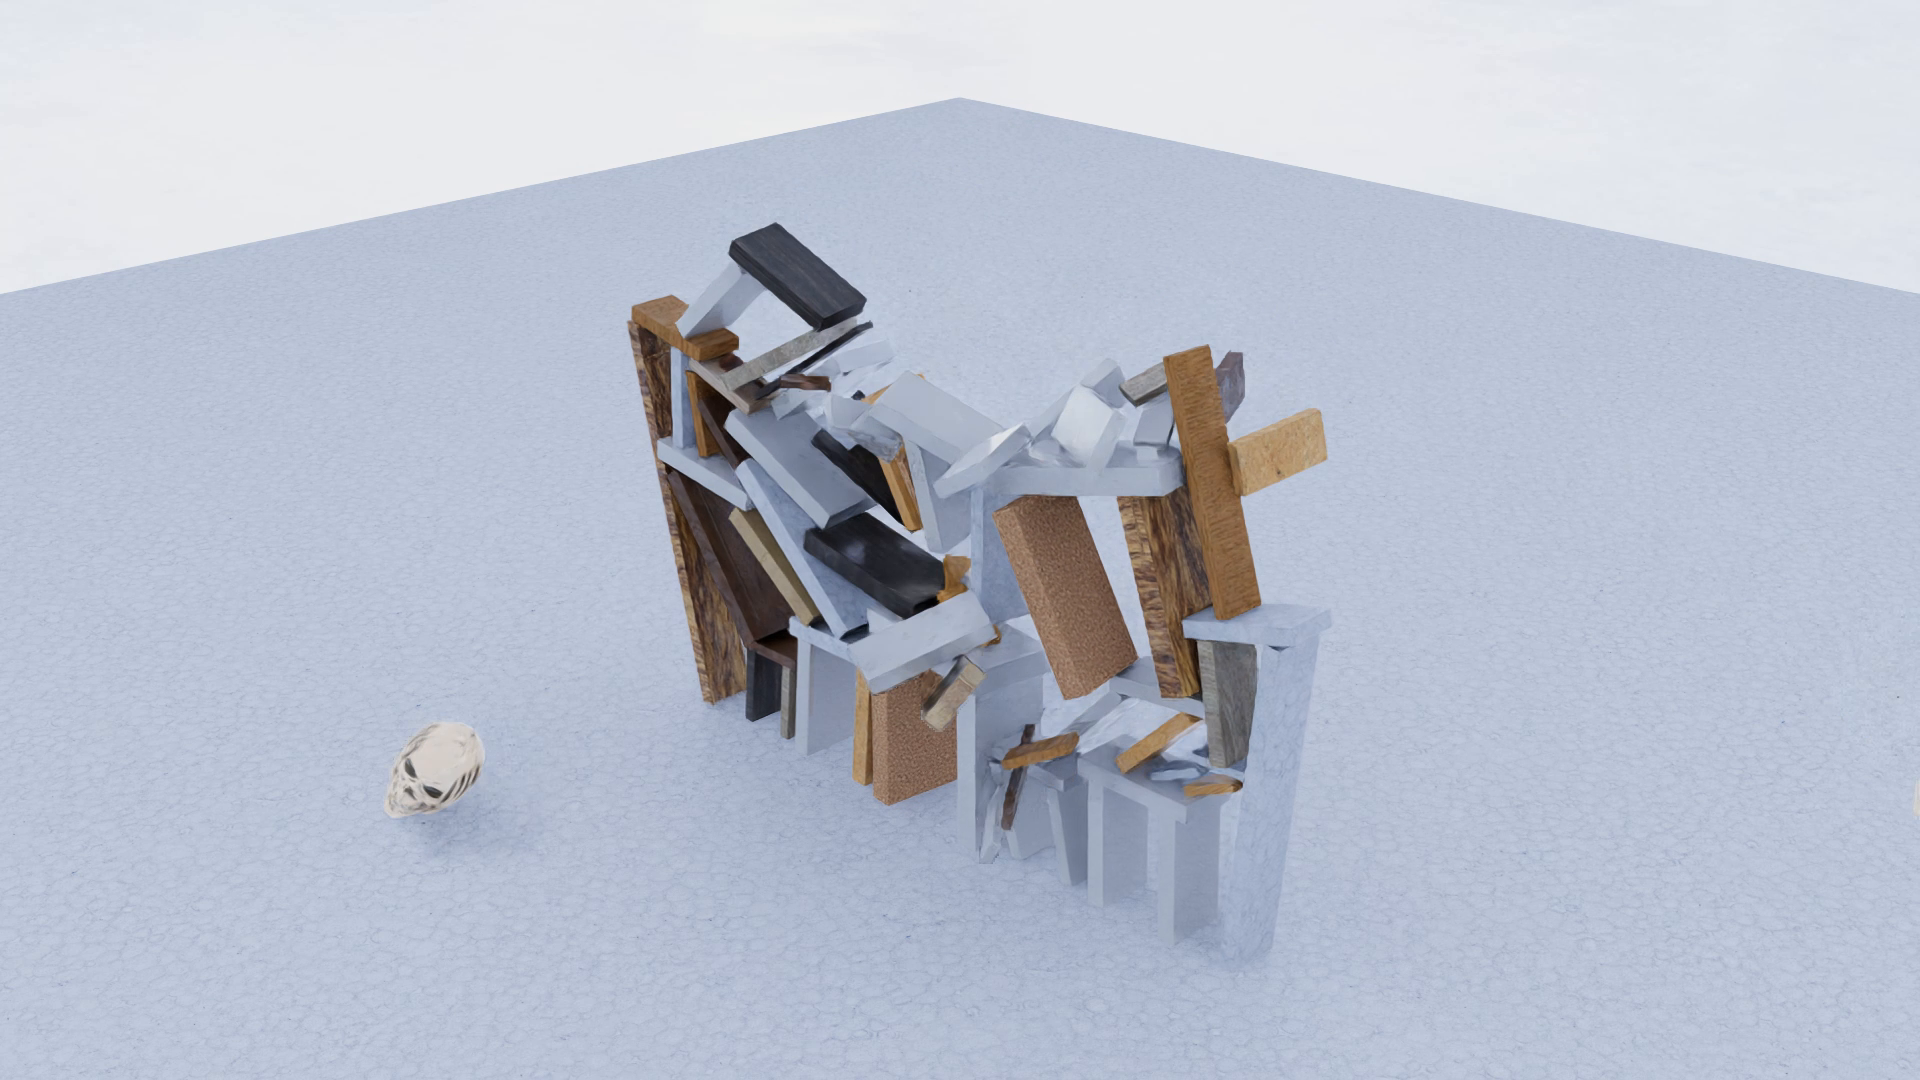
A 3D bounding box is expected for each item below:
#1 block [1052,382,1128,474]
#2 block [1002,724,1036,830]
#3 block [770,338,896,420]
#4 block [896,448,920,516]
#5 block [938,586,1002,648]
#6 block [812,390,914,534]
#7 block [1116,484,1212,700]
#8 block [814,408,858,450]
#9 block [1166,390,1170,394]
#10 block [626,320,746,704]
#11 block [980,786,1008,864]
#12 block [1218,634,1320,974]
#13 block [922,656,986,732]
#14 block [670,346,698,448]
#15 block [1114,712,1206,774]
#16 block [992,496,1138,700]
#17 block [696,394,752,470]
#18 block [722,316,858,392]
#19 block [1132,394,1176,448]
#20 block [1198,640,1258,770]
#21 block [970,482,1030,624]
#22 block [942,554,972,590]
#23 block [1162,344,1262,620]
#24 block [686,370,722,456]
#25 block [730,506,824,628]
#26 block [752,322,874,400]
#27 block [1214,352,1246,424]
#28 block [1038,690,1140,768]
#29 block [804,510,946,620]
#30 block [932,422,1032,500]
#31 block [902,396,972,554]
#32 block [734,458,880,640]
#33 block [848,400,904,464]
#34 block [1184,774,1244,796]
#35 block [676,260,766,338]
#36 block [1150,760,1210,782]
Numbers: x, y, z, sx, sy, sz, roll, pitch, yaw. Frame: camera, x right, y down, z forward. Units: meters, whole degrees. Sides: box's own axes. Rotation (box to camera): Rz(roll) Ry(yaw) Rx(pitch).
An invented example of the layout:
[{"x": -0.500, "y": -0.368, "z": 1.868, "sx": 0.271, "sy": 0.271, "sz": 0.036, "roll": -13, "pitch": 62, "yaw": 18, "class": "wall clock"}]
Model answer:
[{"x": 0.221, "y": -0.195, "z": 3.777, "sx": 0.030, "sy": 0.105, "sz": 0.301, "roll": 24, "pitch": 9, "yaw": -13, "class": "block"}, {"x": 0.108, "y": 0.434, "z": 4.057, "sx": 0.018, "sy": 0.065, "sz": 0.315, "roll": 9, "pitch": 21, "yaw": 6, "class": "block"}, {"x": -0.259, "y": -0.327, "z": 4.484, "sx": 0.140, "sy": 0.040, "sz": 0.280, "roll": -20, "pitch": -5, "yaw": -36, "class": "block"}, {"x": -0.073, "y": -0.122, "z": 4.272, "sx": 0.020, "sy": 0.142, "sz": 0.071, "roll": 14, "pitch": 48, "yaw": 42, "class": "block"}, {"x": 0.018, "y": 0.149, "z": 4.267, "sx": 0.073, "sy": 0.021, "sz": 0.146, "roll": -9, "pitch": 45, "yaw": -23, "class": "block"}, {"x": -0.151, "y": -0.159, "z": 4.480, "sx": 0.140, "sy": 0.280, "sz": 0.040, "roll": -48, "pitch": 1, "yaw": -16, "class": "block"}, {"x": 0.389, "y": 0.073, "z": 3.827, "sx": 0.178, "sy": 0.368, "sz": 0.050, "roll": -21, "pitch": 12, "yaw": -40, "class": "block"}, {"x": -0.232, "y": -0.221, "z": 4.265, "sx": 0.049, "sy": 0.097, "sz": 0.014, "roll": -38, "pitch": 30, "yaw": 20, "class": "block"}, {"x": 0.369, "y": -0.236, "z": 3.844, "sx": 0.016, "sy": 0.058, "sz": 0.116, "roll": 16, "pitch": 52, "yaw": 21, "class": "block"}, {"x": -0.593, "y": -0.068, "z": 4.833, "sx": 0.110, "sy": 0.867, "sz": 0.031, "roll": -22, "pitch": 18, "yaw": -41, "class": "block"}, {"x": 0.064, "y": 0.530, "z": 4.099, "sx": 0.018, "sy": 0.065, "sz": 0.130, "roll": 17, "pitch": 49, "yaw": -9, "class": "block"}, {"x": 0.537, "y": 0.459, "z": 3.834, "sx": 0.115, "sy": 0.660, "sz": 0.033, "roll": -21, "pitch": 36, "yaw": -41, "class": "block"}, {"x": -0.014, "y": 0.268, "z": 3.903, "sx": 0.035, "sy": 0.122, "sz": 0.443, "roll": 40, "pitch": -2, "yaw": 0, "class": "block"}, {"x": -0.564, "y": -0.316, "z": 4.695, "sx": 0.031, "sy": 0.220, "sz": 0.110, "roll": 22, "pitch": 32, "yaw": 36, "class": "block"}, {"x": 0.381, "y": 0.346, "z": 3.957, "sx": 0.109, "sy": 0.219, "sz": 0.031, "roll": -22, "pitch": 75, "yaw": -41, "class": "block"}, {"x": 0.188, "y": 0.084, "z": 3.894, "sx": 0.050, "sy": 0.355, "sz": 0.178, "roll": -15, "pitch": 10, "yaw": 41, "class": "block"}, {"x": -0.470, "y": -0.224, "z": 4.632, "sx": 0.093, "sy": 0.185, "sz": 0.026, "roll": -24, "pitch": -10, "yaw": -42, "class": "block"}, {"x": -0.346, "y": -0.380, "z": 4.471, "sx": 0.301, "sy": 0.037, "sz": 0.131, "roll": -20, "pitch": 6, "yaw": 46, "class": "block"}, {"x": 0.339, "y": -0.206, "z": 3.768, "sx": 0.058, "sy": 0.016, "sz": 0.116, "roll": 6, "pitch": 49, "yaw": 19, "class": "block"}, {"x": 0.472, "y": 0.268, "z": 3.816, "sx": 0.115, "sy": 0.230, "sz": 0.033, "roll": -21, "pitch": 20, "yaw": -41, "class": "block"}, {"x": 0.090, "y": 0.007, "z": 4.191, "sx": 0.136, "sy": 0.313, "sz": 0.039, "roll": -16, "pitch": 32, "yaw": -28, "class": "block"}, {"x": 0.010, "y": 0.095, "z": 4.362, "sx": 0.073, "sy": 0.021, "sz": 0.146, "roll": 7, "pitch": 47, "yaw": -16, "class": "block"}, {"x": 0.427, "y": -0.096, "z": 3.713, "sx": 0.092, "sy": 0.456, "sz": 0.026, "roll": -20, "pitch": 11, "yaw": -40, "class": "block"}, {"x": -0.525, "y": -0.279, "z": 4.676, "sx": 0.026, "sy": 0.185, "sz": 0.093, "roll": 9, "pitch": 23, "yaw": 43, "class": "block"}, {"x": -0.341, "y": 0.035, "z": 4.610, "sx": 0.148, "sy": 0.042, "sz": 0.295, "roll": -22, "pitch": 68, "yaw": -41, "class": "block"}, {"x": -0.299, "y": -0.360, "z": 4.436, "sx": 0.334, "sy": 0.014, "sz": 0.049, "roll": -28, "pitch": 1, "yaw": 40, "class": "block"}, {"x": 0.453, "y": -0.242, "z": 3.860, "sx": 0.026, "sy": 0.092, "sz": 0.184, "roll": 12, "pitch": 42, "yaw": 26, "class": "block"}, {"x": 0.255, "y": 0.333, "z": 4.098, "sx": 0.109, "sy": 0.290, "sz": 0.031, "roll": -21, "pitch": 73, "yaw": -40, "class": "block"}, {"x": -0.149, "y": 0.051, "z": 4.447, "sx": 0.320, "sy": 0.045, "sz": 0.160, "roll": 33, "pitch": 38, "yaw": 33, "class": "block"}, {"x": 0.040, "y": -0.139, "z": 3.835, "sx": 0.105, "sy": 0.030, "sz": 0.211, "roll": -24, "pitch": 11, "yaw": 30, "class": "block"}, {"x": -0.030, "y": -0.125, "z": 4.245, "sx": 0.039, "sy": 0.273, "sz": 0.136, "roll": 12, "pitch": 36, "yaw": 39, "class": "block"}, {"x": -0.292, "y": -0.001, "z": 4.558, "sx": 0.160, "sy": 0.045, "sz": 0.420, "roll": -22, "pitch": 74, "yaw": -41, "class": "block"}, {"x": -0.166, "y": -0.209, "z": 4.248, "sx": 0.142, "sy": 0.071, "sz": 0.020, "roll": 33, "pitch": 2, "yaw": -44, "class": "block"}, {"x": 0.459, "y": 0.433, "z": 3.899, "sx": 0.058, "sy": 0.017, "sz": 0.117, "roll": -21, "pitch": 6, "yaw": -41, "class": "block"}, {"x": -0.469, "y": -0.509, "z": 4.532, "sx": 0.131, "sy": 0.037, "sz": 0.261, "roll": -22, "pitch": -11, "yaw": -42, "class": "block"}, {"x": 0.403, "y": 0.411, "z": 3.948, "sx": 0.058, "sy": 0.017, "sz": 0.117, "roll": -22, "pitch": 6, "yaw": -42, "class": "block"}]
